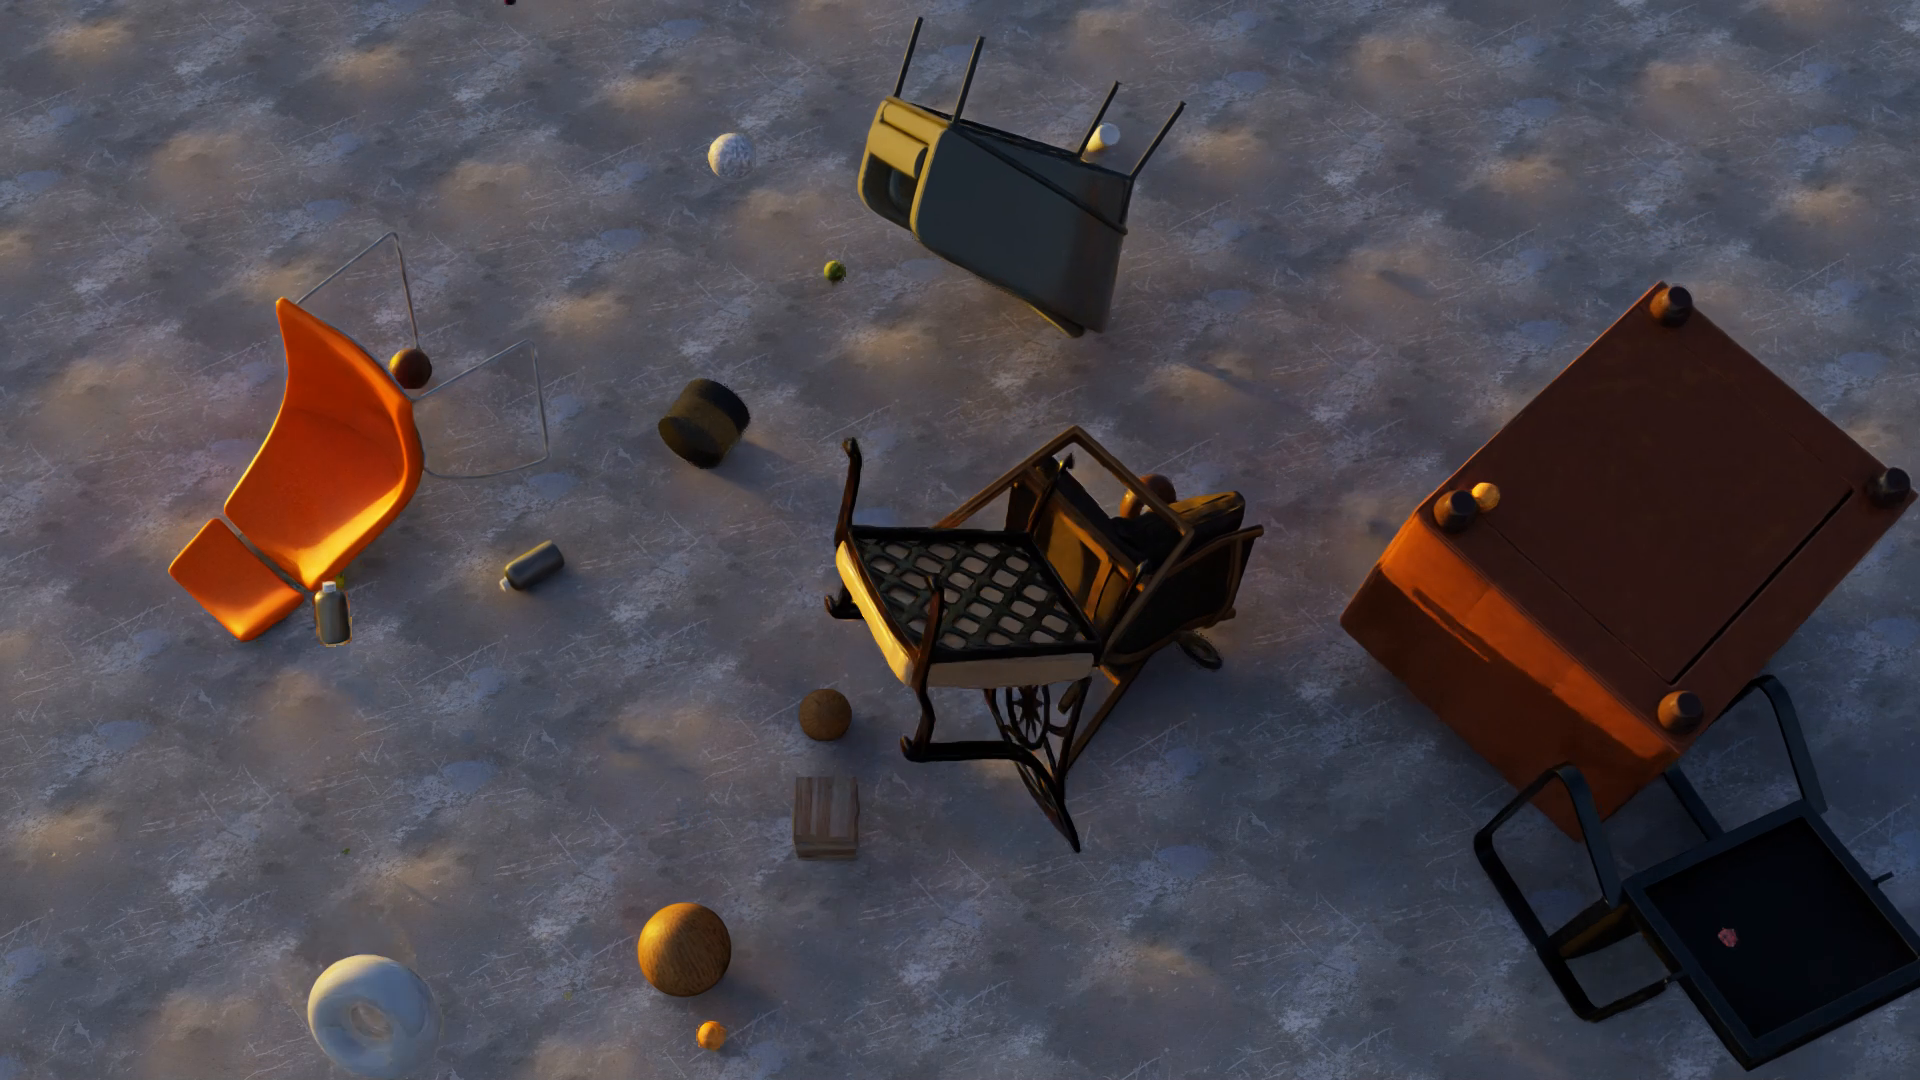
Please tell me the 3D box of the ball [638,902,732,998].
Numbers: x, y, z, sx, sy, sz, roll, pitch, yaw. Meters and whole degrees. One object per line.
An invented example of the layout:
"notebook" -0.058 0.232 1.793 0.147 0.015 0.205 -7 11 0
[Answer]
"ball" -0.716 1.064 5.714 0.242 0.242 0.242 0 56 0

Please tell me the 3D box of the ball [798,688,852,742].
"ball" -0.378 0.490 6.155 0.150 0.150 0.150 0 56 0

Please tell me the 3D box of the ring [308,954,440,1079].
"ring" -1.478 1.206 5.553 0.348 0.345 0.135 14 26 8

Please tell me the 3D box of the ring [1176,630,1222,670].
"ring" 0.623 0.287 5.736 0.147 0.022 0.132 43 27 16

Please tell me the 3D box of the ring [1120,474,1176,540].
"ring" 0.557 -0.099 6.531 0.157 0.213 0.082 16 20 -30

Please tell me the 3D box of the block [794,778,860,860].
"block" -0.359 0.754 5.943 0.161 0.190 0.165 0 62 0

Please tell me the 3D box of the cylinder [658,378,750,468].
"cylinder" -0.777 -0.355 6.674 0.220 0.235 0.160 43 59 -19

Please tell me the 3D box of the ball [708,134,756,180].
"ball" -0.675 -1.134 6.506 0.137 0.137 0.137 0 56 0
